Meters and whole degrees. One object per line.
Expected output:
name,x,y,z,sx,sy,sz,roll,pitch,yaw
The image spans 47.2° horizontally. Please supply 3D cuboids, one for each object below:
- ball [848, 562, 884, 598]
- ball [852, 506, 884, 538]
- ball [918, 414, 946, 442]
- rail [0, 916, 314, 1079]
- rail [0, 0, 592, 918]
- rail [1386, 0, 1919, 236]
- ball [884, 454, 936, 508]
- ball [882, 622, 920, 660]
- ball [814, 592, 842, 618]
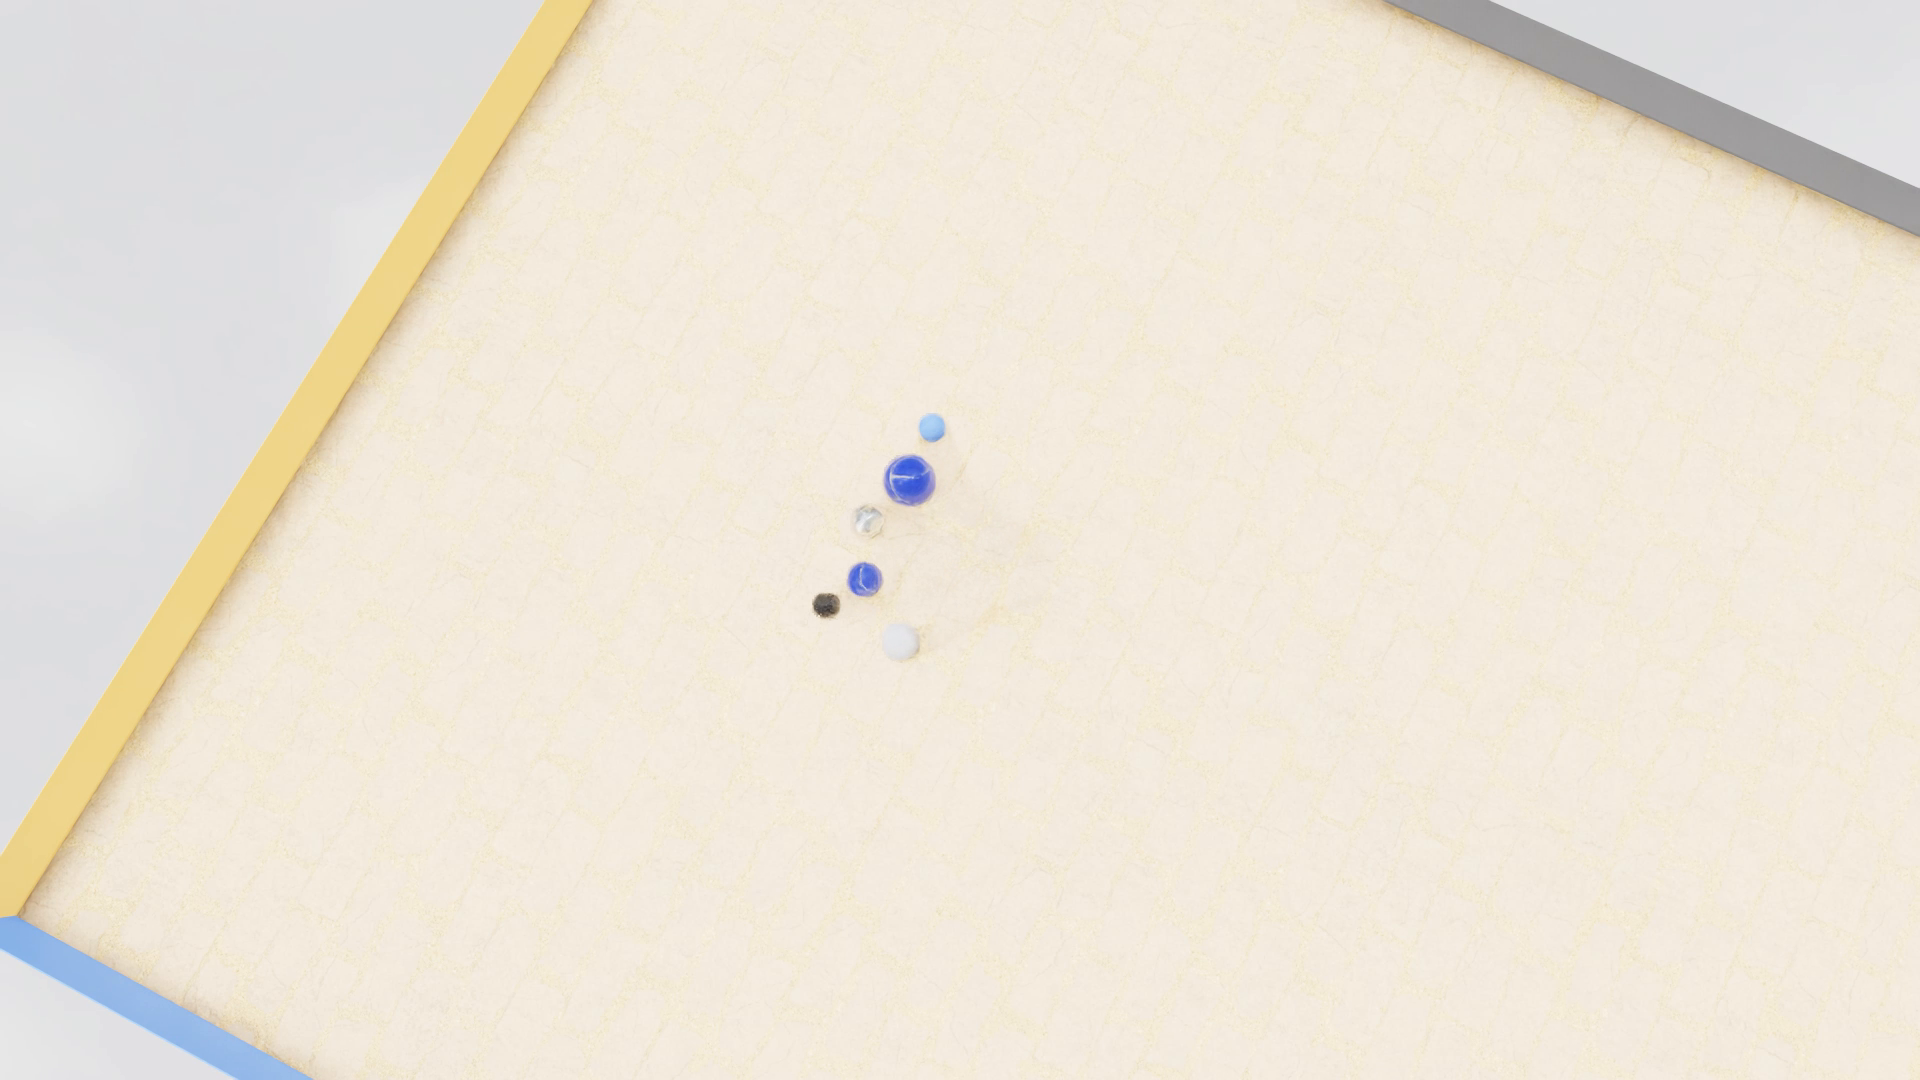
ball,-0.145,0.061,3.367,0.055,0.055,0.055,0,73,0
ball,-0.143,-0.029,3.397,0.049,0.049,0.049,0,73,0
ball,-0.043,-0.175,3.444,0.043,0.043,0.043,0,73,0
rail,0.368,1.420,2.930,4.021,0.106,0.045,26,75,8
rail,-0.874,-0.435,3.488,0.045,0.106,2.368,26,75,8
rail,1.423,-0.560,3.526,4.021,0.106,0.045,26,75,8
ball,-0.077,-0.091,3.398,0.082,0.082,0.082,0,73,0
ball,-0.088,0.153,3.338,0.057,0.057,0.057,0,73,0
ball,-0.203,0.100,3.362,0.041,0.041,0.041,0,73,0
